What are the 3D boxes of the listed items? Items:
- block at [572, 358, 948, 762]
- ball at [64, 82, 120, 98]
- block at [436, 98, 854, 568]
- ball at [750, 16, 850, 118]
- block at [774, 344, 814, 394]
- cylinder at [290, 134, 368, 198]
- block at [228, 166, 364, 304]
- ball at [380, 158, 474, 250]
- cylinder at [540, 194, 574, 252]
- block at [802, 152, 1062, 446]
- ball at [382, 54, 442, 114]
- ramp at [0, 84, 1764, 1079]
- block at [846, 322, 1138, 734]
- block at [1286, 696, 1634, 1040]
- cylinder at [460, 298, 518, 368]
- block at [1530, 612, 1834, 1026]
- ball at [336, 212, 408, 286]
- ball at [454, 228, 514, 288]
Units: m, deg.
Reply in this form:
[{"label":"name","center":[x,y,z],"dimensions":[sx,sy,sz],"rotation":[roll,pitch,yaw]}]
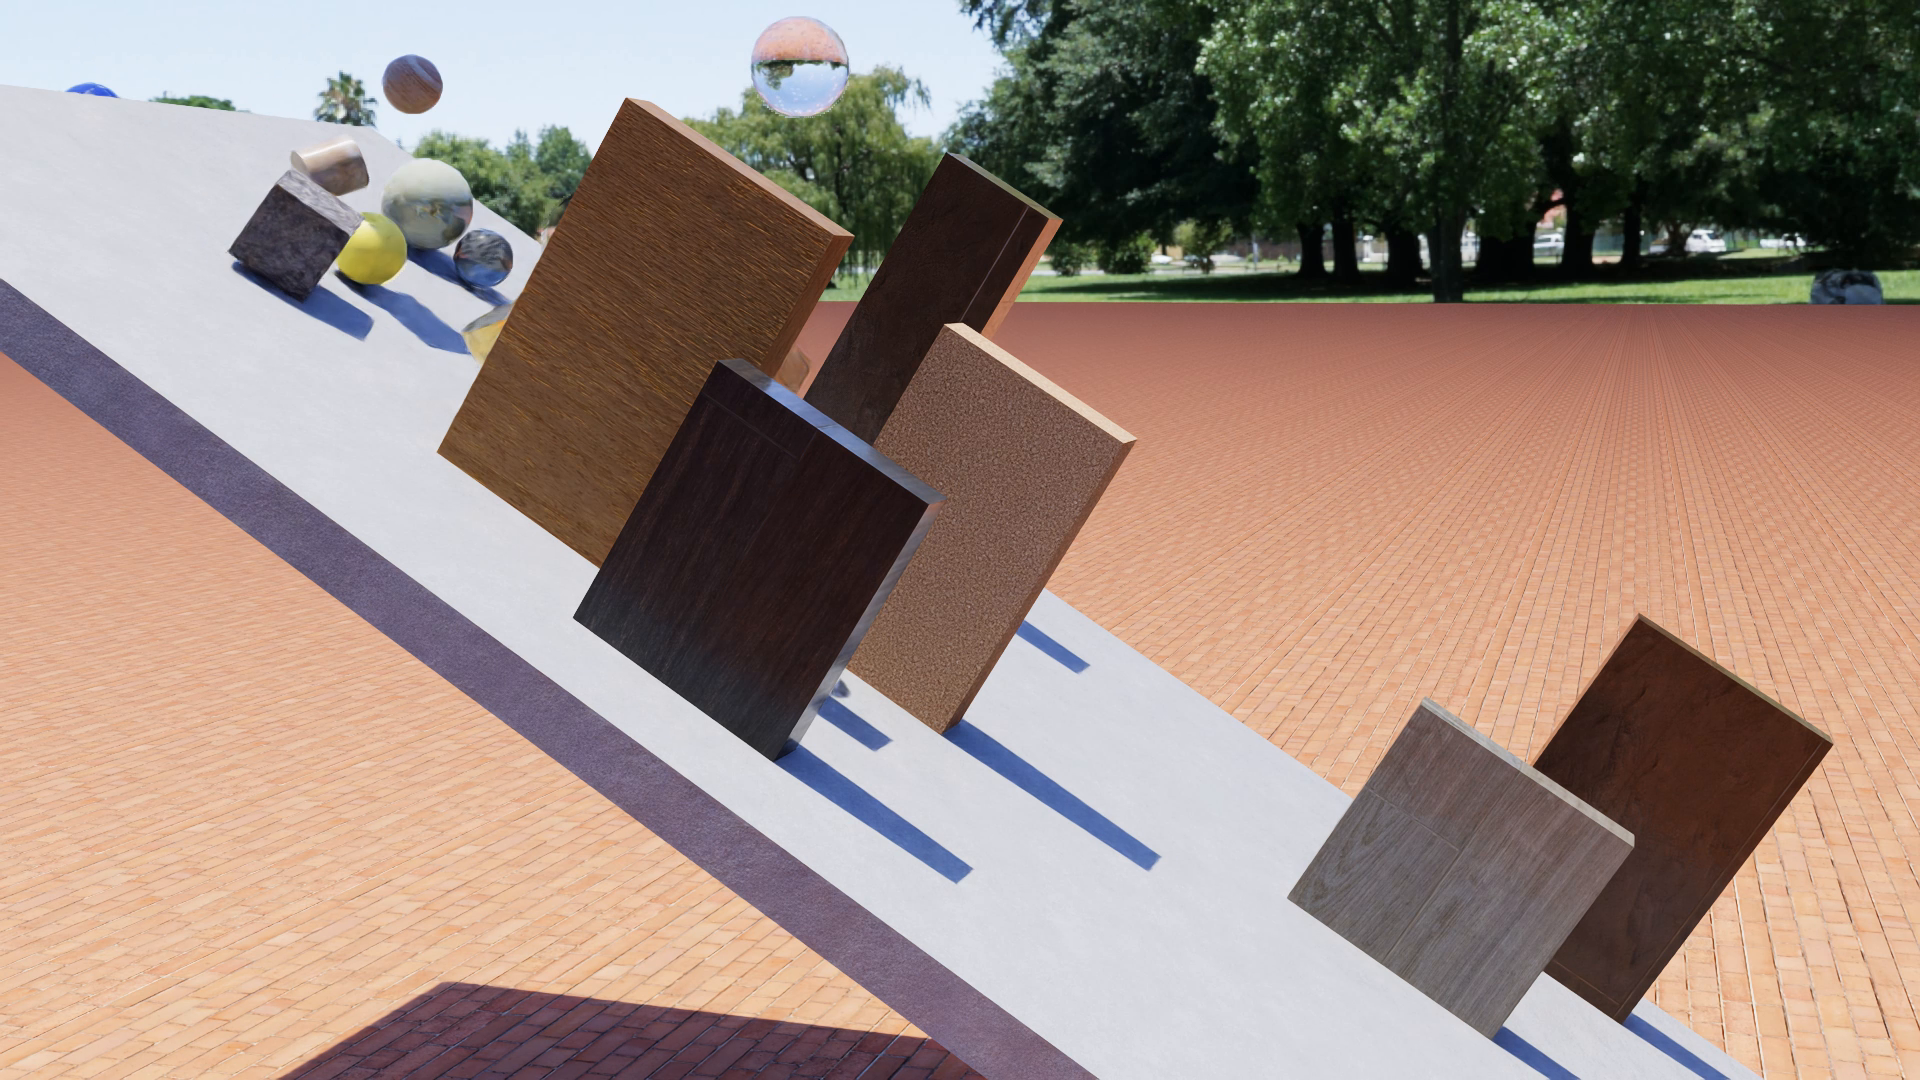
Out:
[{"label":"block","center":[-0.311,0.029,3.373],"dimensions":[0.393,0.475,0.093],"rotation":[34,15,11]},{"label":"ball","center":[-1.819,-0.883,4.606],"dimensions":[0.147,0.147,0.147],"rotation":[0,7,0]},{"label":"block","center":[-0.530,-0.321,3.652],"dimensions":[0.423,0.689,0.096],"rotation":[34,15,11]},{"label":"ball","center":[-0.335,-0.988,4.590],"dimensions":[0.207,0.207,0.207],"rotation":[0,7,0]},{"label":"block","center":[-0.437,-0.291,3.880],"dimensions":[0.210,0.210,0.210],"rotation":[4,-32,43]},{"label":"cylinder","center":[-1.307,-0.768,4.558],"dimensions":[0.117,0.117,0.117],"rotation":[-26,19,-28]},{"label":"block","center":[-1.223,-0.564,4.058],"dimensions":[0.159,0.159,0.159],"rotation":[36,13,-17]},{"label":"ball","center":[-1.136,-0.715,4.693],"dimensions":[0.194,0.194,0.194],"rotation":[0,7,0]},{"label":"cylinder","center":[-0.739,-0.597,4.405],"dimensions":[0.190,0.190,0.190],"rotation":[-2,4,-14]},{"label":"block","center":[-0.102,-0.410,4.623],"dimensions":[0.258,0.772,0.115],"rotation":[34,15,11]},{"label":"ball","center":[-1.057,-0.879,4.246],"dimensions":[0.114,0.114,0.114],"rotation":[0,7,0]},{"label":"ramp","center":[-0.150,0.248,4.111],"dimensions":[4.000,0.100,2.000],"rotation":[34,15,11]},{"label":"block","center":[-0.015,-0.020,3.851],"dimensions":[0.372,0.611,0.109],"rotation":[34,15,11]},{"label":"block","center":[0.909,0.597,4.014],"dimensions":[0.442,0.445,0.090],"rotation":[34,15,11]},{"label":"cylinder","center":[-0.763,-0.327,3.897],"dimensions":[0.178,0.178,0.178],"rotation":[-22,18,7]},{"label":"block","center":[1.364,0.569,4.478],"dimensions":[0.441,0.715,0.085],"rotation":[34,15,11]},{"label":"ball","center":[-1.152,-0.569,4.292],"dimensions":[0.141,0.141,0.141],"rotation":[0,7,0]},{"label":"ball","center":[-1.016,-0.601,4.694],"dimensions":[0.126,0.126,0.126],"rotation":[0,7,0]}]
